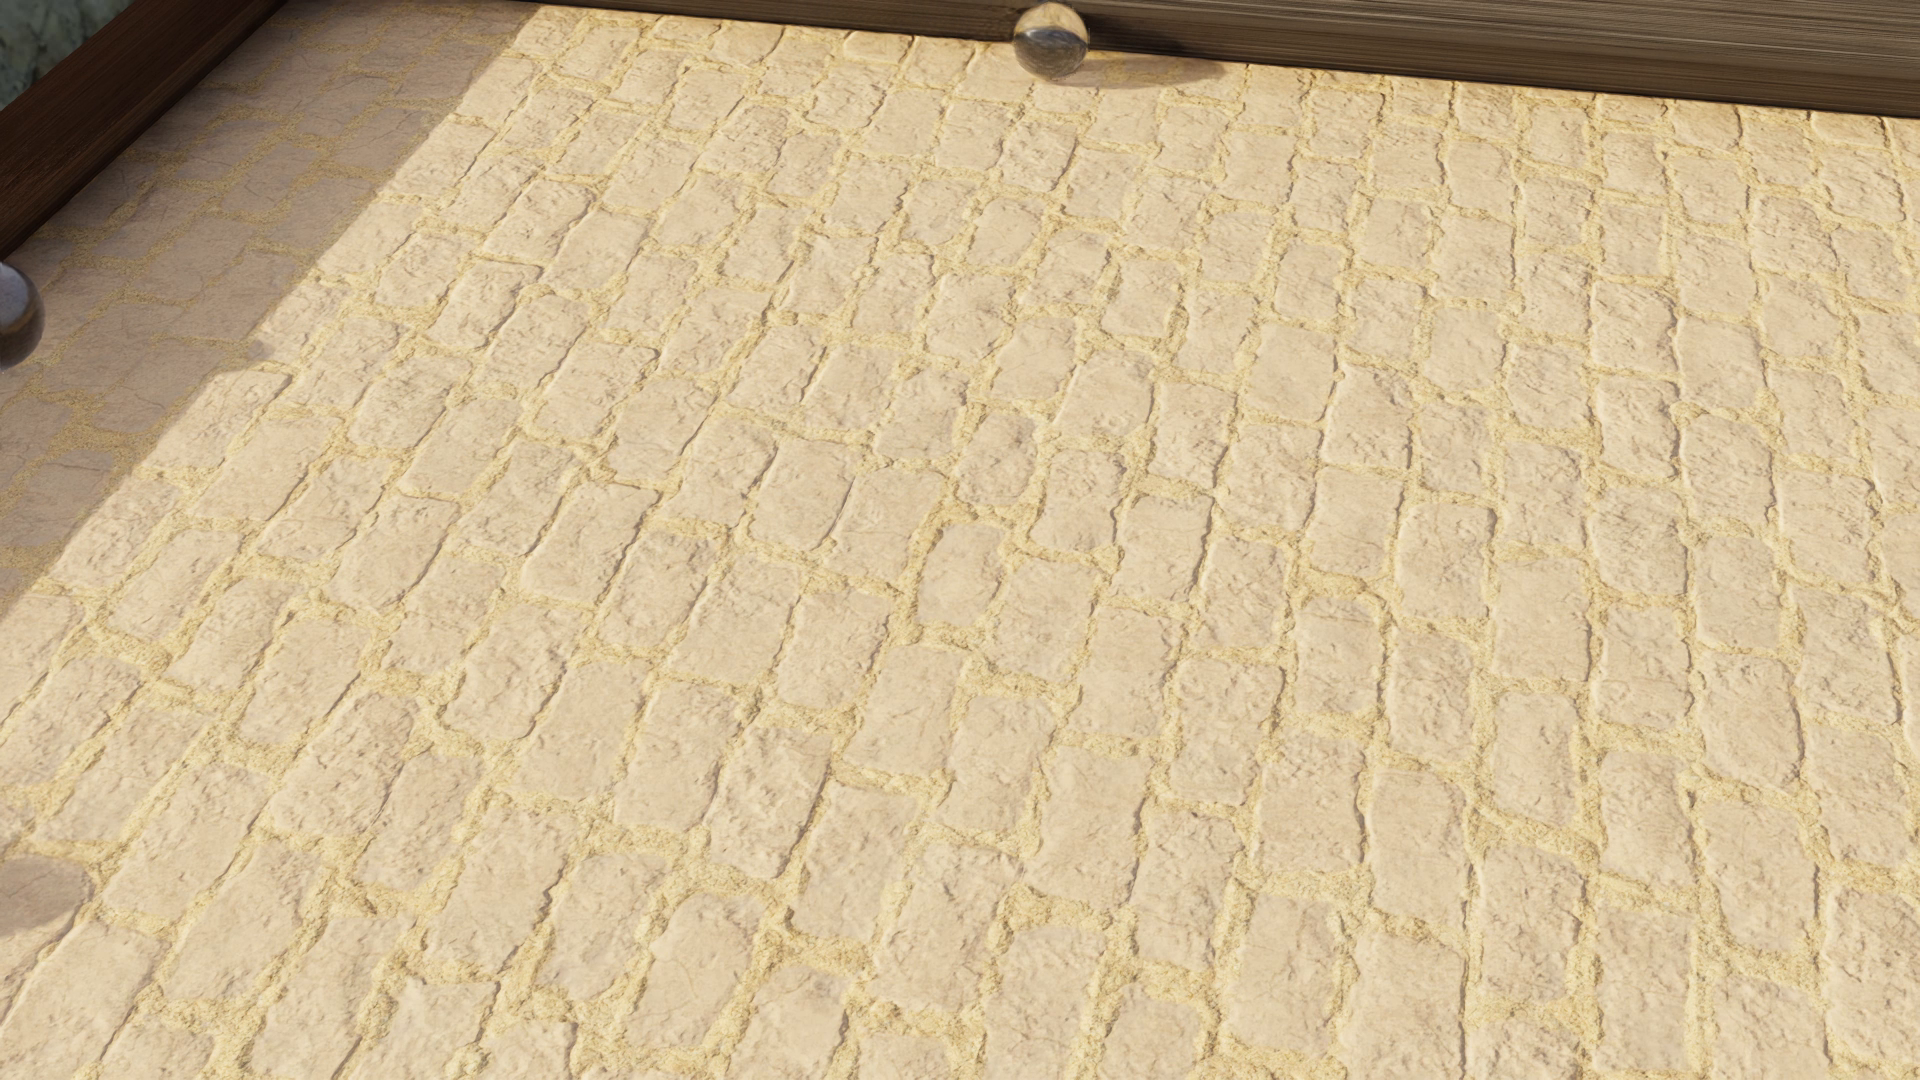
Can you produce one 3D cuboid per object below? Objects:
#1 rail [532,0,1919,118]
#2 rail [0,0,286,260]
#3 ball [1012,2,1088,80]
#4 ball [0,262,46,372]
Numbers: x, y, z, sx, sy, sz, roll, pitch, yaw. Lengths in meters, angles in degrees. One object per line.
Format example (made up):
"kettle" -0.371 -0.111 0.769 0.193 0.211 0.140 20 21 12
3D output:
"rail" 1.144 -0.445 2.504 3.849 0.125 0.045 7 35 10
"rail" -0.919 -0.122 2.029 0.045 0.125 2.017 7 35 10
"ball" 0.093 -0.516 2.652 0.079 0.079 0.079 0 34 0
"ball" -0.819 -0.188 2.154 0.096 0.096 0.096 0 34 0
